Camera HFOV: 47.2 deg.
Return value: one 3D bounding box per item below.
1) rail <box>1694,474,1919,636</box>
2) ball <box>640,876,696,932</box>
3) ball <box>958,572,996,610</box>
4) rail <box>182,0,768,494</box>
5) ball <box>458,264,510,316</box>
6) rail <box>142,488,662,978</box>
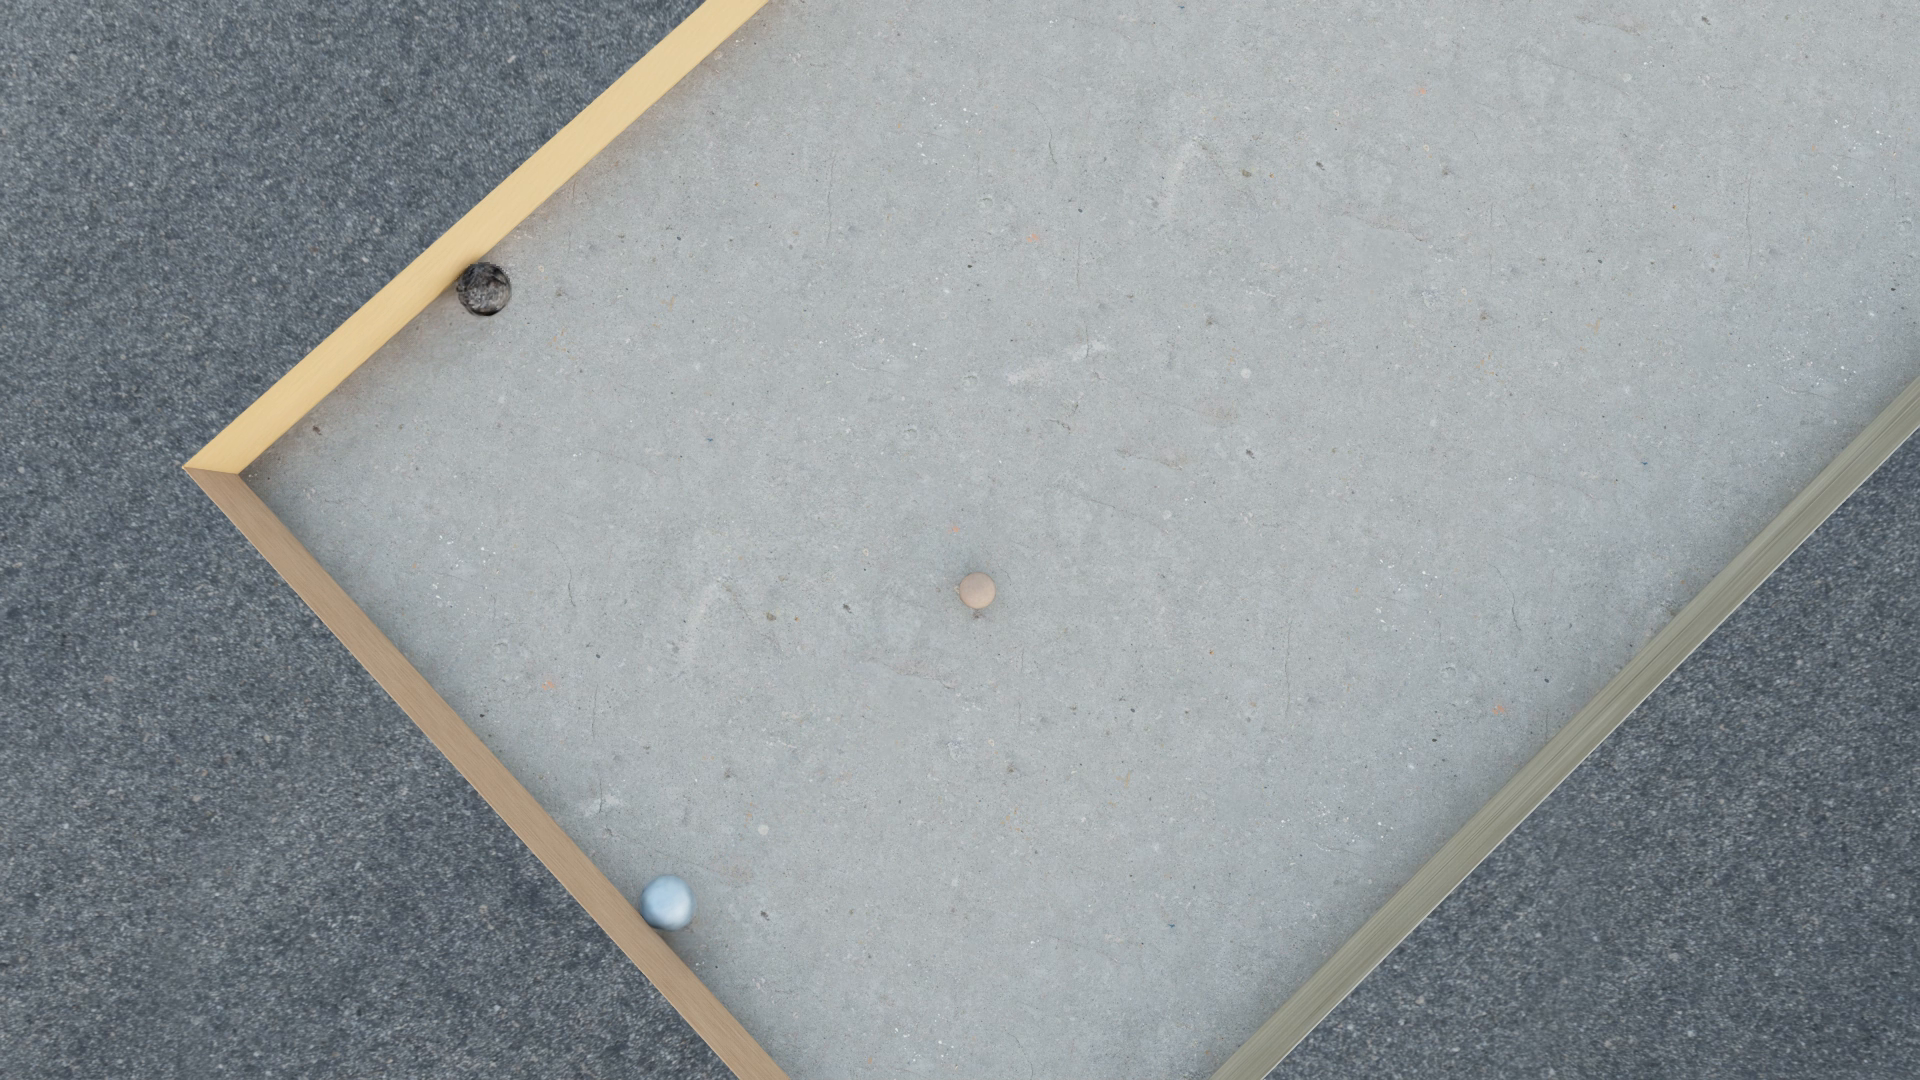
[{"bbox_3d":[1.123,0.087,3.240,0.045,3.037,0.104,-43,84,-6],"label":"rail"},{"bbox_3d":[-0.423,0.527,3.186,0.080,0.080,0.080,0,81,0],"label":"ball"},{"bbox_3d":[0.026,0.075,3.268,0.056,0.056,0.056,0,81,0],"label":"ball"},{"bbox_3d":[-0.023,-1.116,3.426,3.037,0.104,0.045,-43,84,-6],"label":"rail"},{"bbox_3d":[-0.720,-0.377,3.326,0.078,0.078,0.078,0,81,0],"label":"ball"},{"bbox_3d":[-0.544,0.508,3.176,0.045,0.104,1.712,-43,127,-6],"label":"rail"}]
